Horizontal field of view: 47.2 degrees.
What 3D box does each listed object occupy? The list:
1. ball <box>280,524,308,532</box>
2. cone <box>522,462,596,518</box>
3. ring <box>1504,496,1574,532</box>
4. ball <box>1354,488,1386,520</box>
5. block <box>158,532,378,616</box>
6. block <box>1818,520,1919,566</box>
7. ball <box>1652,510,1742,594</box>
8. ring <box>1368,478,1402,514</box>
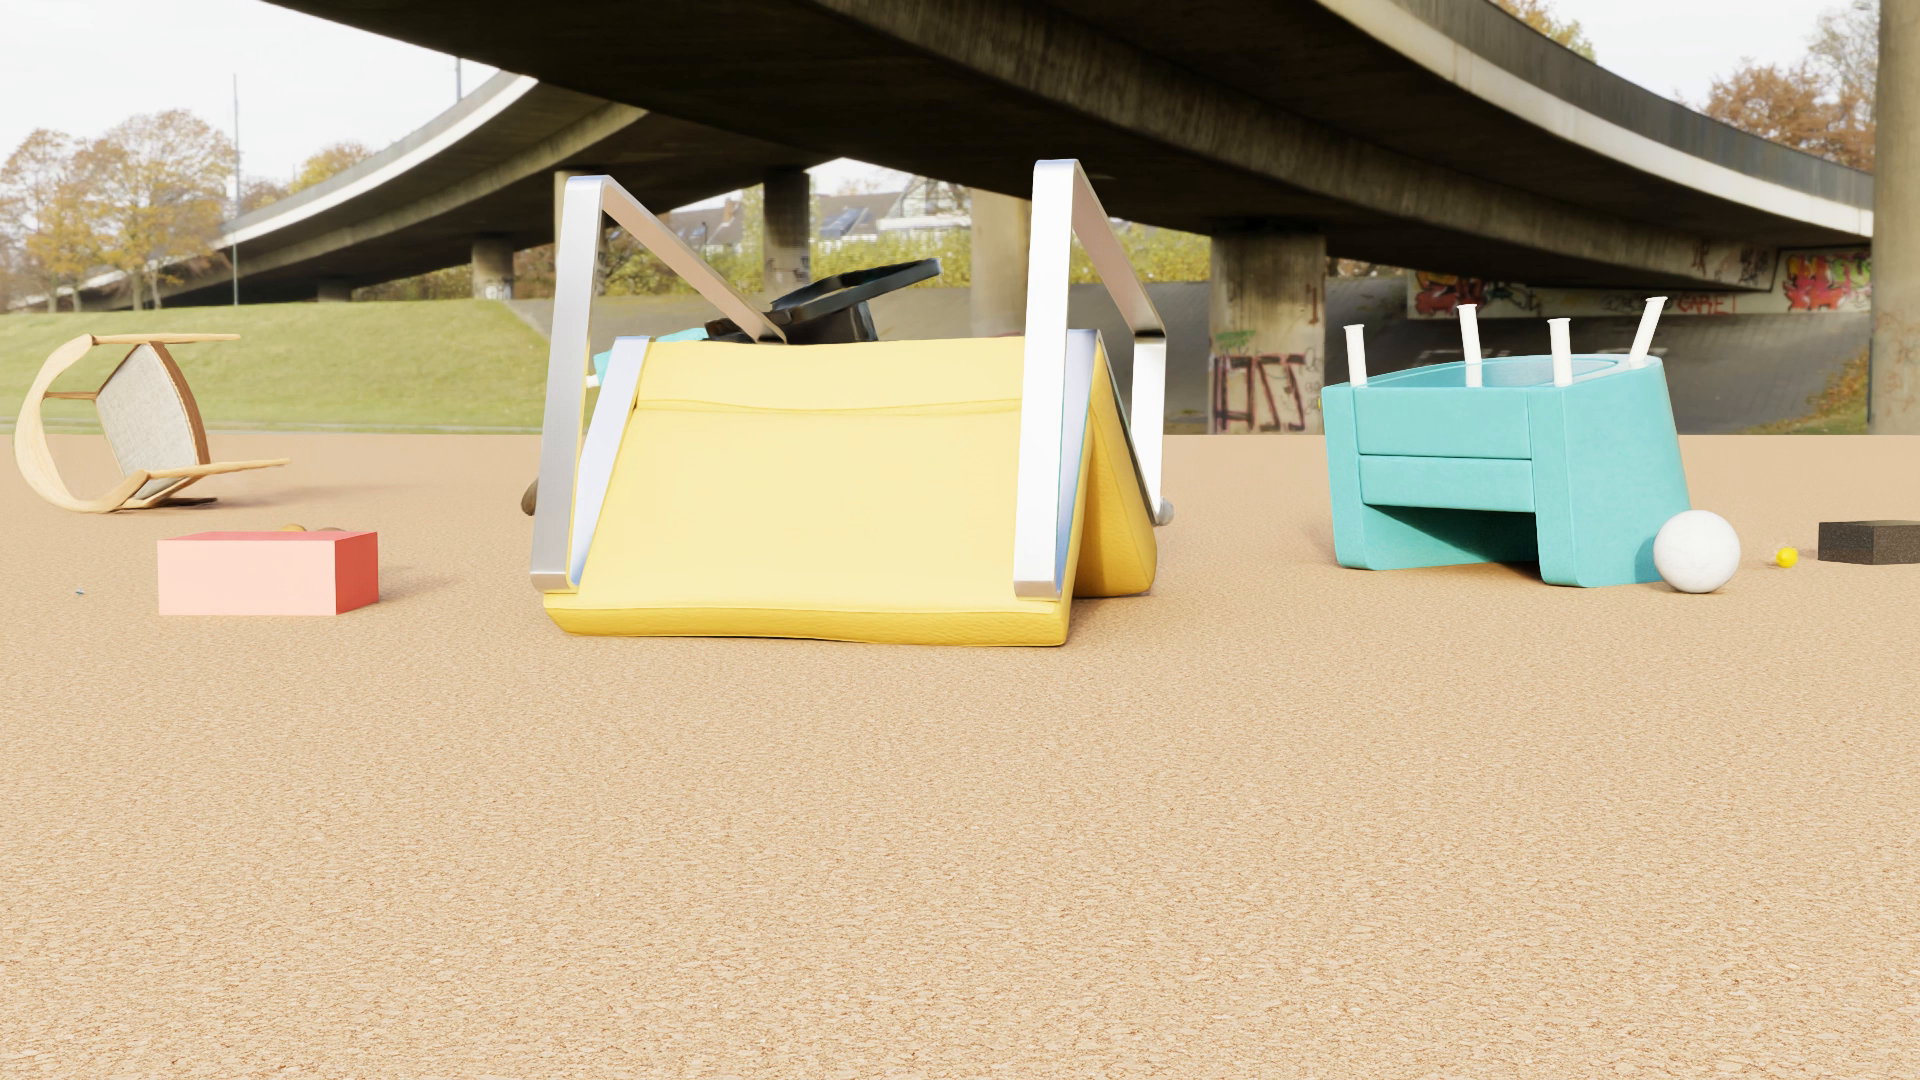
[{"bbox_3d":[-1.802,-0.001,5.944,0.085,0.085,0.085,0,4,0],"label":"ball"},{"bbox_3d":[-1.366,-0.127,7.666,0.291,0.156,0.226,-32,-33,-8],"label":"cone"},{"bbox_3d":[1.855,-0.086,7.049,0.204,0.105,0.283,-2,3,-7],"label":"ring"},{"bbox_3d":[1.402,-0.122,7.523,0.109,0.109,0.109,0,4,0],"label":"ball"},{"bbox_3d":[-1.413,0.065,4.512,0.355,0.148,0.291,0,4,2],"label":"block"},{"bbox_3d":[2.411,0.005,5.734,0.278,0.100,0.181,-2,4,-25],"label":"block"},{"bbox_3d":[1.617,0.026,4.826,0.185,0.185,0.185,0,4,0],"label":"ball"},{"bbox_3d":[1.543,-0.161,7.995,0.095,0.123,0.210,-34,3,18],"label":"ring"}]
